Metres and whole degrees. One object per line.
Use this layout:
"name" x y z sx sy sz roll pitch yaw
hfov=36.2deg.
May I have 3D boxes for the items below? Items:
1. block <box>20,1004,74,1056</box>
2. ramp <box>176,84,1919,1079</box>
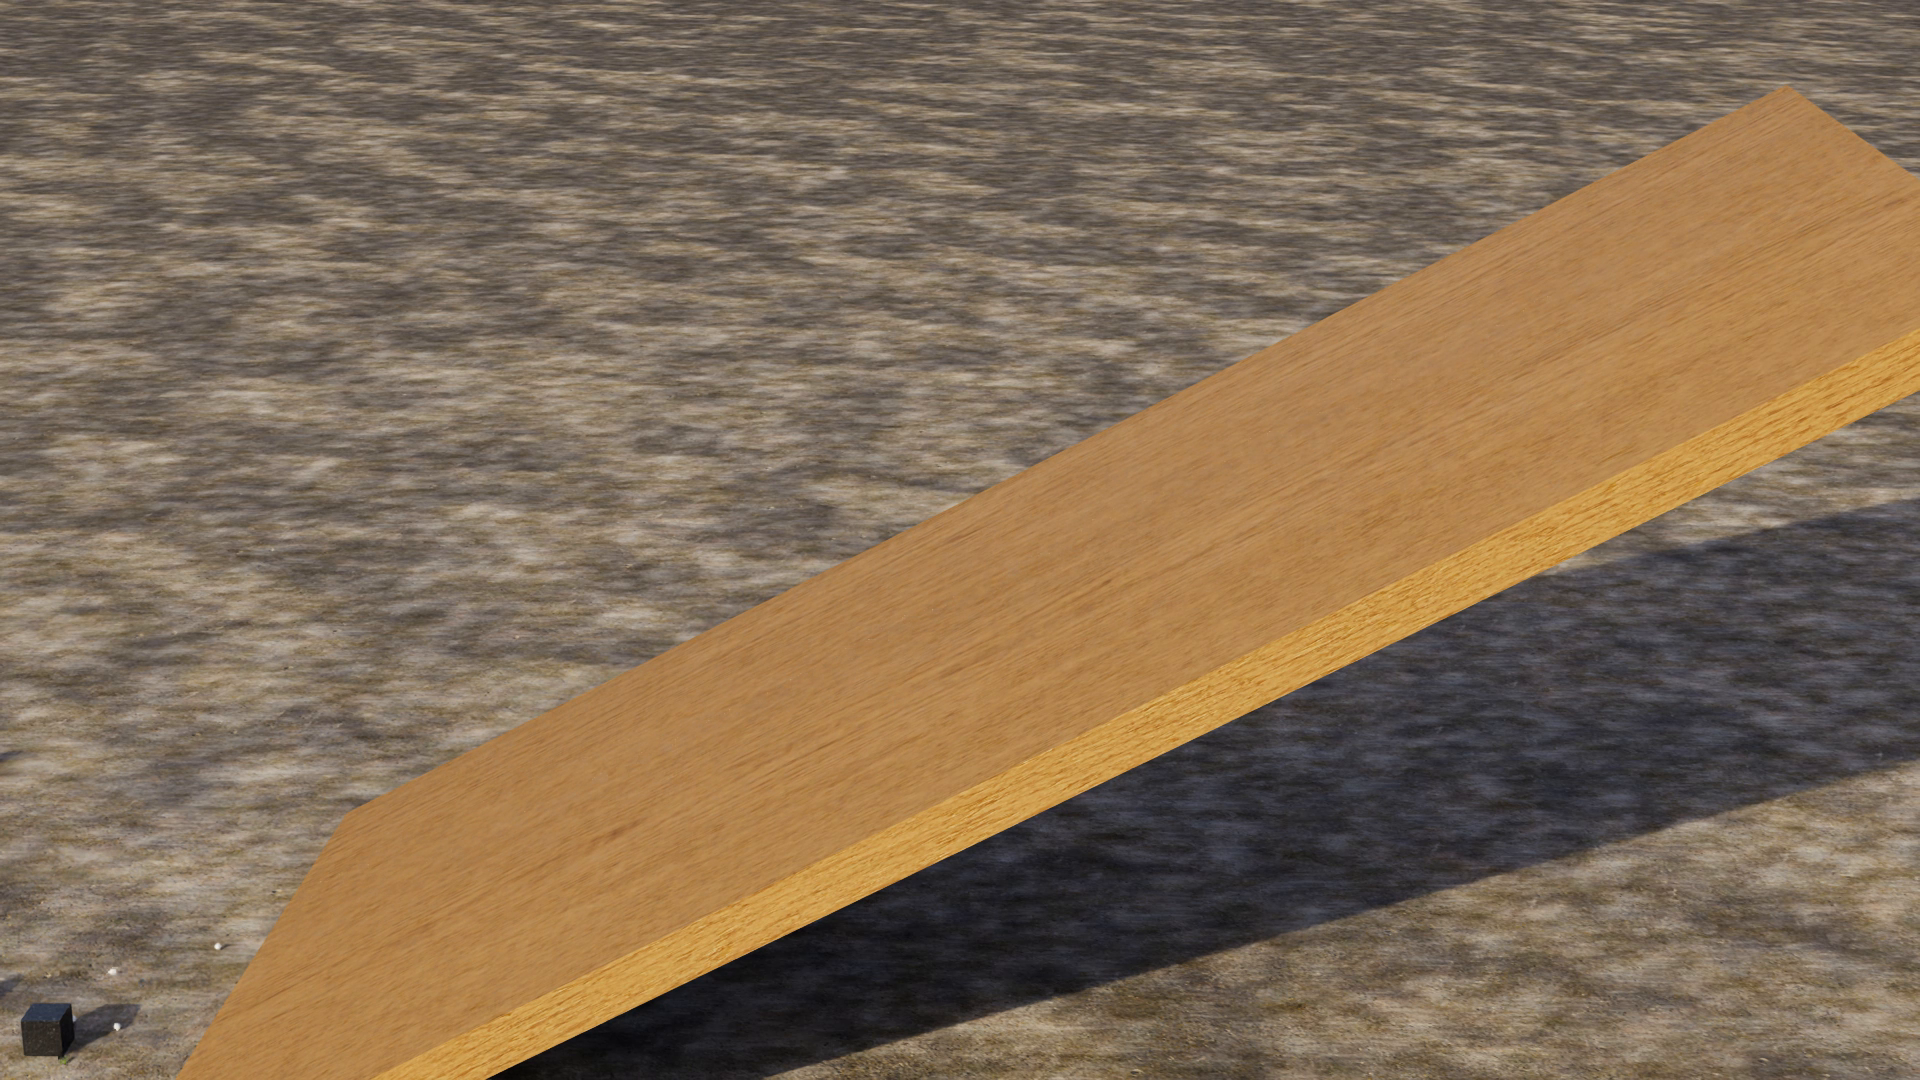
"block" -2.028 1.089 6.539 0.086 0.086 0.086 0 18 1
"ramp" 0.141 0.167 6.282 4.000 0.100 2.000 -27 14 11
